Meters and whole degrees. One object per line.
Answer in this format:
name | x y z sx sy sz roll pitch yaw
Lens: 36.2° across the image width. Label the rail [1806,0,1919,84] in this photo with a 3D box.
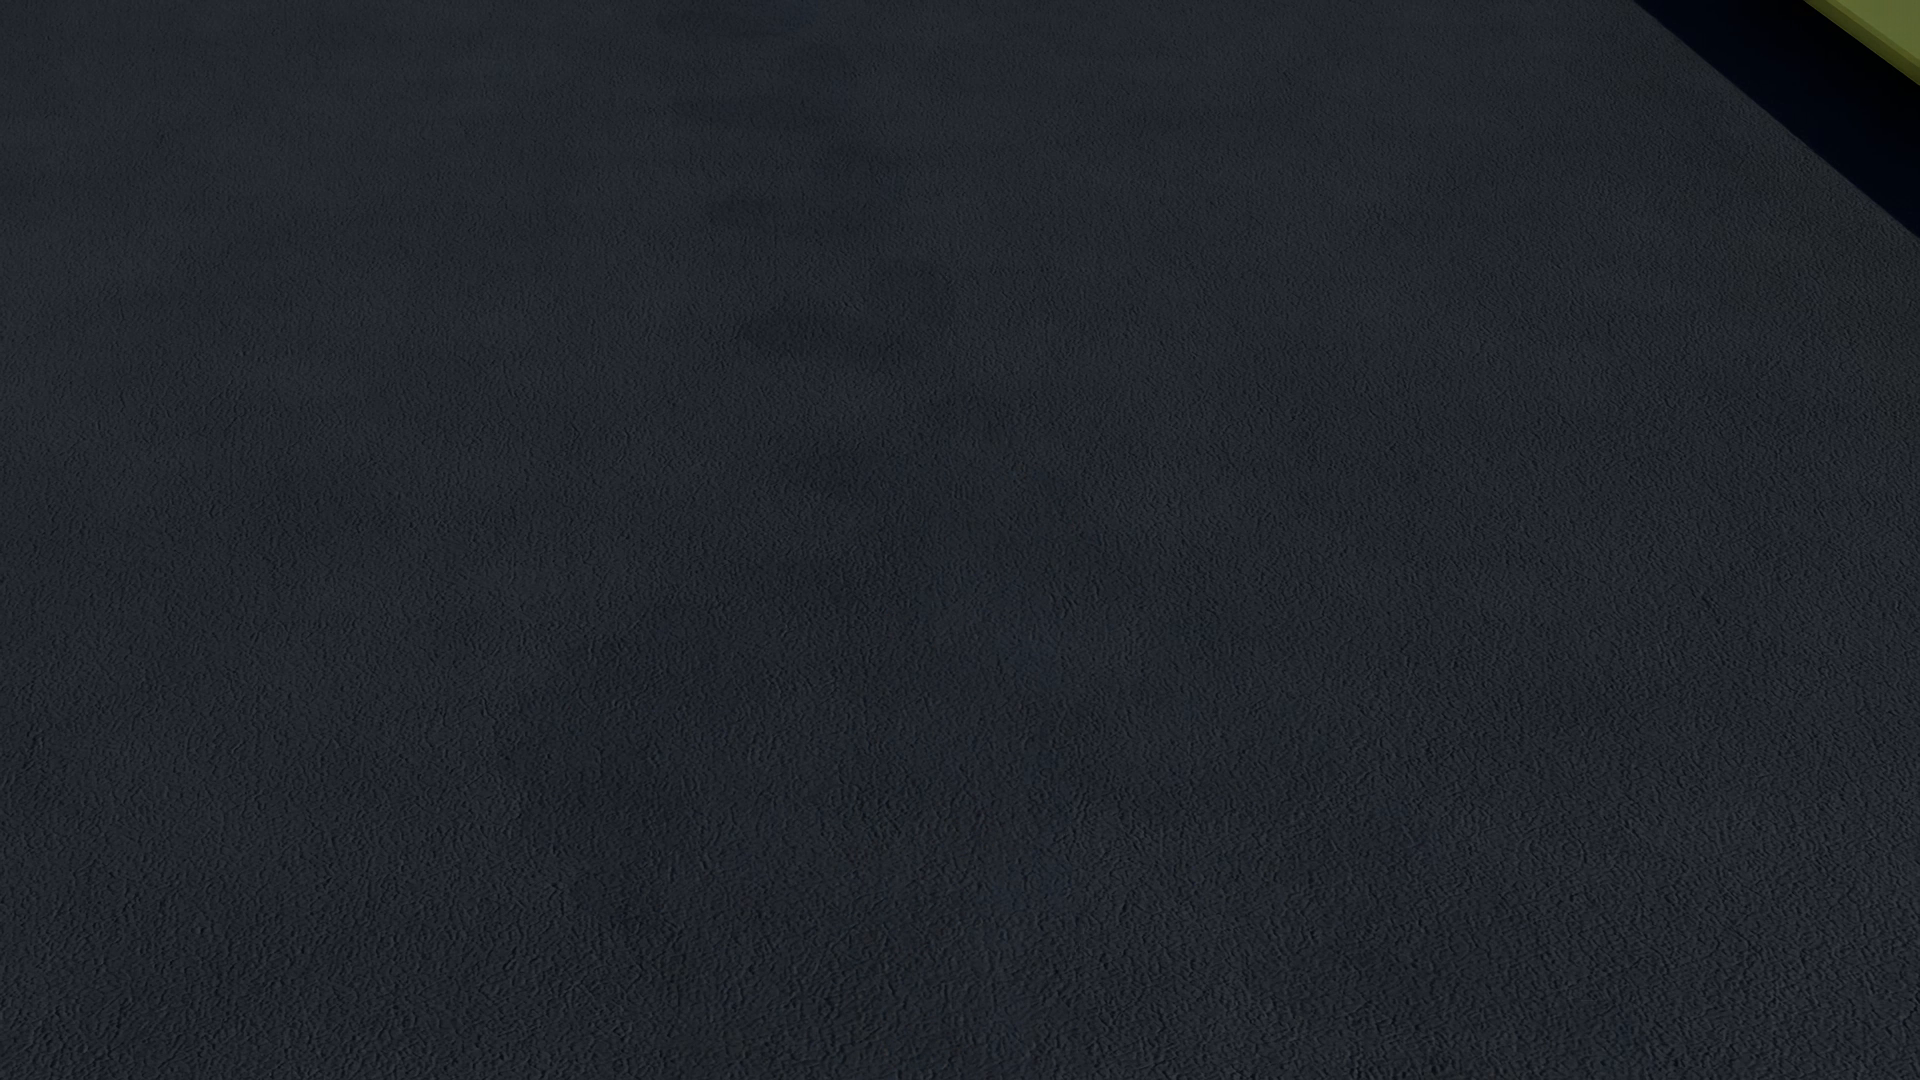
rail | 0.837 -0.480 2.688 0.045 0.094 3.373 -4 28 -8
